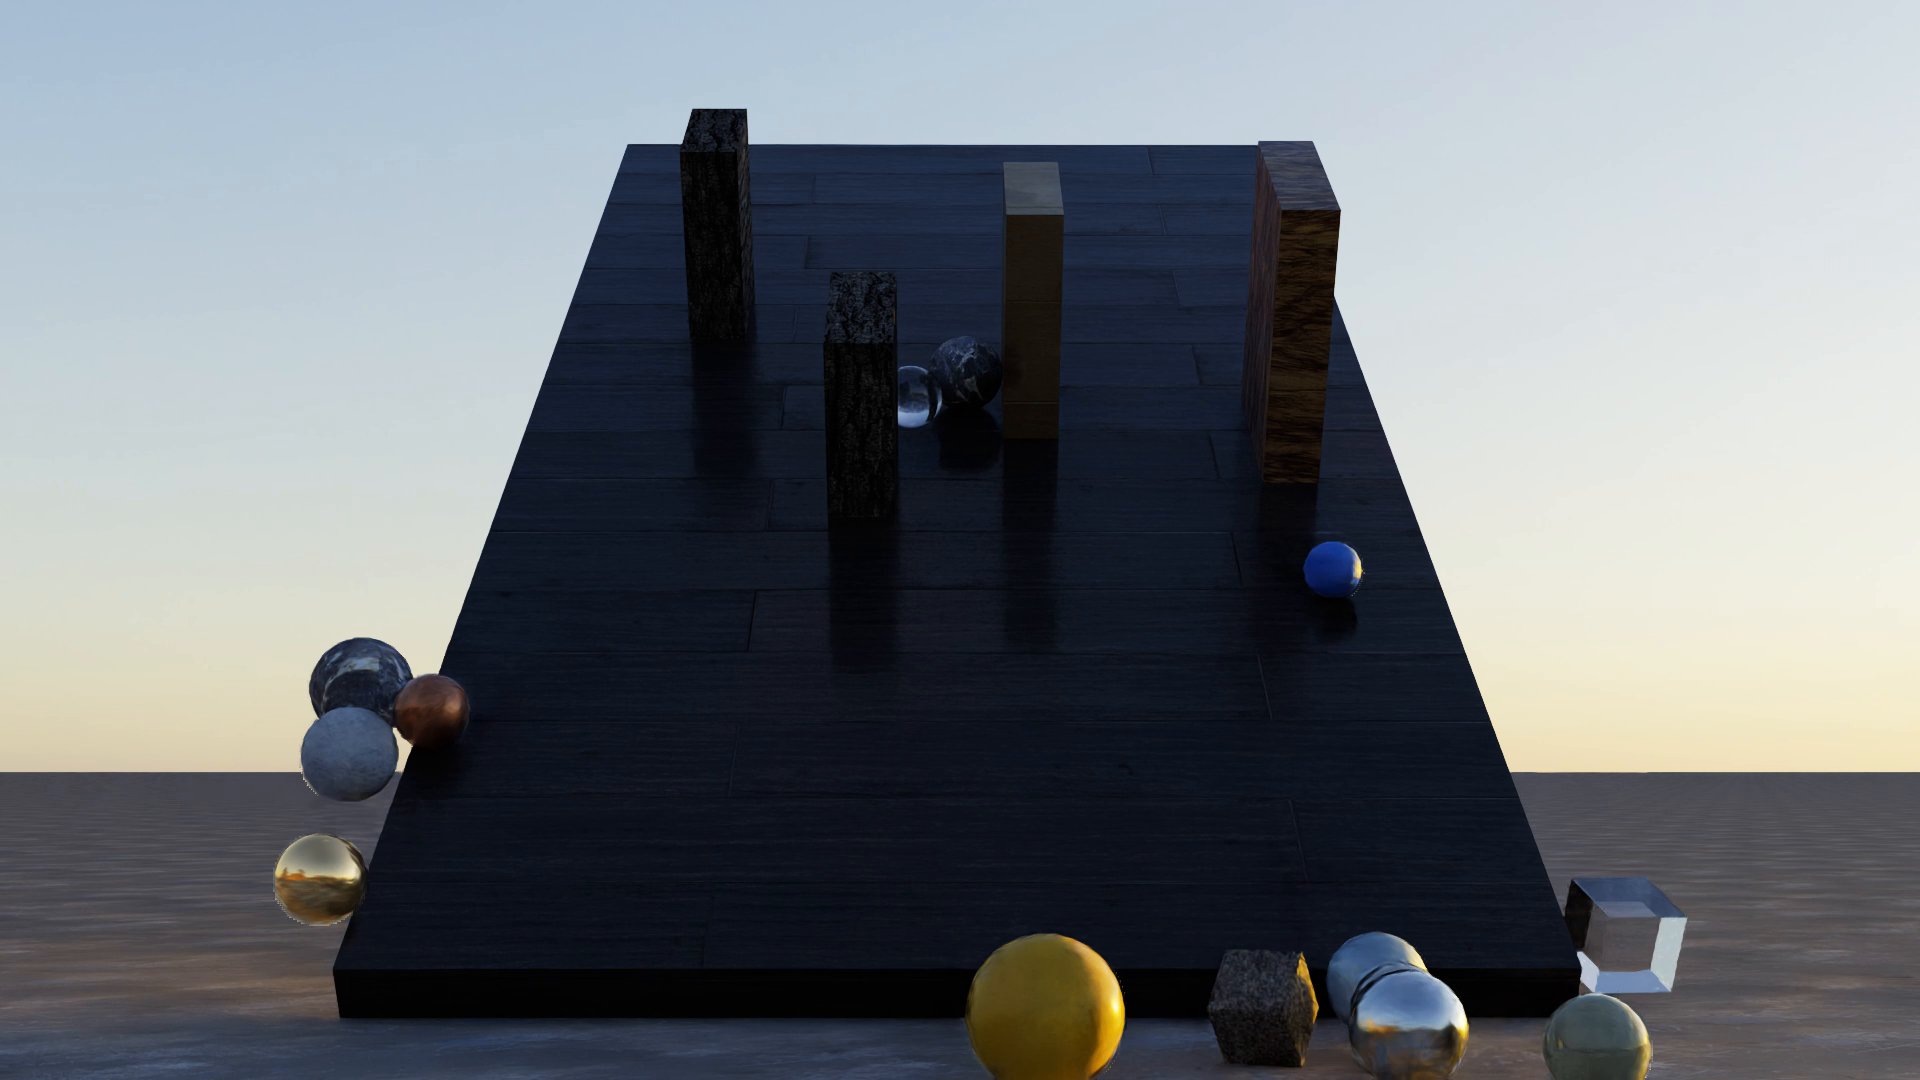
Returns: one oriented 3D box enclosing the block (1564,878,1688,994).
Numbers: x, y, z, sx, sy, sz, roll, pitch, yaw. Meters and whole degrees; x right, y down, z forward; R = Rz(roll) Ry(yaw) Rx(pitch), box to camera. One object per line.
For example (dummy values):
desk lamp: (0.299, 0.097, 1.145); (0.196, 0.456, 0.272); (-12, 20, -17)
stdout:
block: (1.200, 0.717, 4.342); (0.152, 0.152, 0.152); (1, 19, -13)

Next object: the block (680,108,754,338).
block: (-0.612, -0.803, 6.062); (0.139, 0.493, 0.332); (0, 28, 0)

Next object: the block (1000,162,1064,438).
block: (0.164, -0.558, 5.554); (0.127, 0.548, 0.344); (0, 28, 0)

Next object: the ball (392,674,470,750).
ball: (-0.965, 0.313, 4.366); (0.138, 0.138, 0.138); (0, -5, 0)

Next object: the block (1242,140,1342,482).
block: (0.738, -0.516, 5.380); (0.125, 0.644, 0.443); (0, 28, 0)

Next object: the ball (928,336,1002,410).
ball: (0.012, -0.393, 5.639); (0.176, 0.176, 0.176); (0, -5, 0)

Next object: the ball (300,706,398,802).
ball: (-1.106, 0.388, 4.335); (0.173, 0.173, 0.173); (0, -5, 0)

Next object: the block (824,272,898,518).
block: (-0.214, -0.324, 5.263); (0.145, 0.411, 0.393); (0, 28, 0)

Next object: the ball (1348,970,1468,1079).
ball: (0.566, 0.618, 3.021); (0.149, 0.149, 0.149); (0, -5, 0)

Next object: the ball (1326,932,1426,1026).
ball: (0.631, 0.672, 3.620); (0.155, 0.155, 0.155); (0, -5, 0)

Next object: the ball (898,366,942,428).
ball: (-0.113, -0.332, 5.558); (0.147, 0.147, 0.147); (0, -5, 0)

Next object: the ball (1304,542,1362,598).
ball: (0.758, 0.061, 4.866); (0.117, 0.117, 0.117); (0, -5, 0)

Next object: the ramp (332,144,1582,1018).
ramp: (-0.012, -0.221, 5.611); (2.000, 0.100, 4.000); (0, 28, 0)

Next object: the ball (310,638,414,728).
ball: (-1.125, 0.279, 4.498); (0.191, 0.191, 0.191); (0, -5, 0)

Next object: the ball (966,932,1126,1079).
ball: (0.106, 0.589, 2.974); (0.199, 0.199, 0.199); (0, -5, 0)

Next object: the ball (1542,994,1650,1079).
ball: (0.777, 0.620, 2.921); (0.129, 0.129, 0.129); (0, -5, 0)

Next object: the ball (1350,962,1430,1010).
ball: (0.605, 0.650, 3.287); (0.137, 0.137, 0.137); (0, -5, 0)

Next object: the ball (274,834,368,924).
ball: (-1.051, 0.557, 3.935); (0.148, 0.148, 0.148); (0, -5, 0)

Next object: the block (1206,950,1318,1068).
block: (0.415, 0.639, 3.268); (0.109, 0.109, 0.109); (-2, 36, 25)
